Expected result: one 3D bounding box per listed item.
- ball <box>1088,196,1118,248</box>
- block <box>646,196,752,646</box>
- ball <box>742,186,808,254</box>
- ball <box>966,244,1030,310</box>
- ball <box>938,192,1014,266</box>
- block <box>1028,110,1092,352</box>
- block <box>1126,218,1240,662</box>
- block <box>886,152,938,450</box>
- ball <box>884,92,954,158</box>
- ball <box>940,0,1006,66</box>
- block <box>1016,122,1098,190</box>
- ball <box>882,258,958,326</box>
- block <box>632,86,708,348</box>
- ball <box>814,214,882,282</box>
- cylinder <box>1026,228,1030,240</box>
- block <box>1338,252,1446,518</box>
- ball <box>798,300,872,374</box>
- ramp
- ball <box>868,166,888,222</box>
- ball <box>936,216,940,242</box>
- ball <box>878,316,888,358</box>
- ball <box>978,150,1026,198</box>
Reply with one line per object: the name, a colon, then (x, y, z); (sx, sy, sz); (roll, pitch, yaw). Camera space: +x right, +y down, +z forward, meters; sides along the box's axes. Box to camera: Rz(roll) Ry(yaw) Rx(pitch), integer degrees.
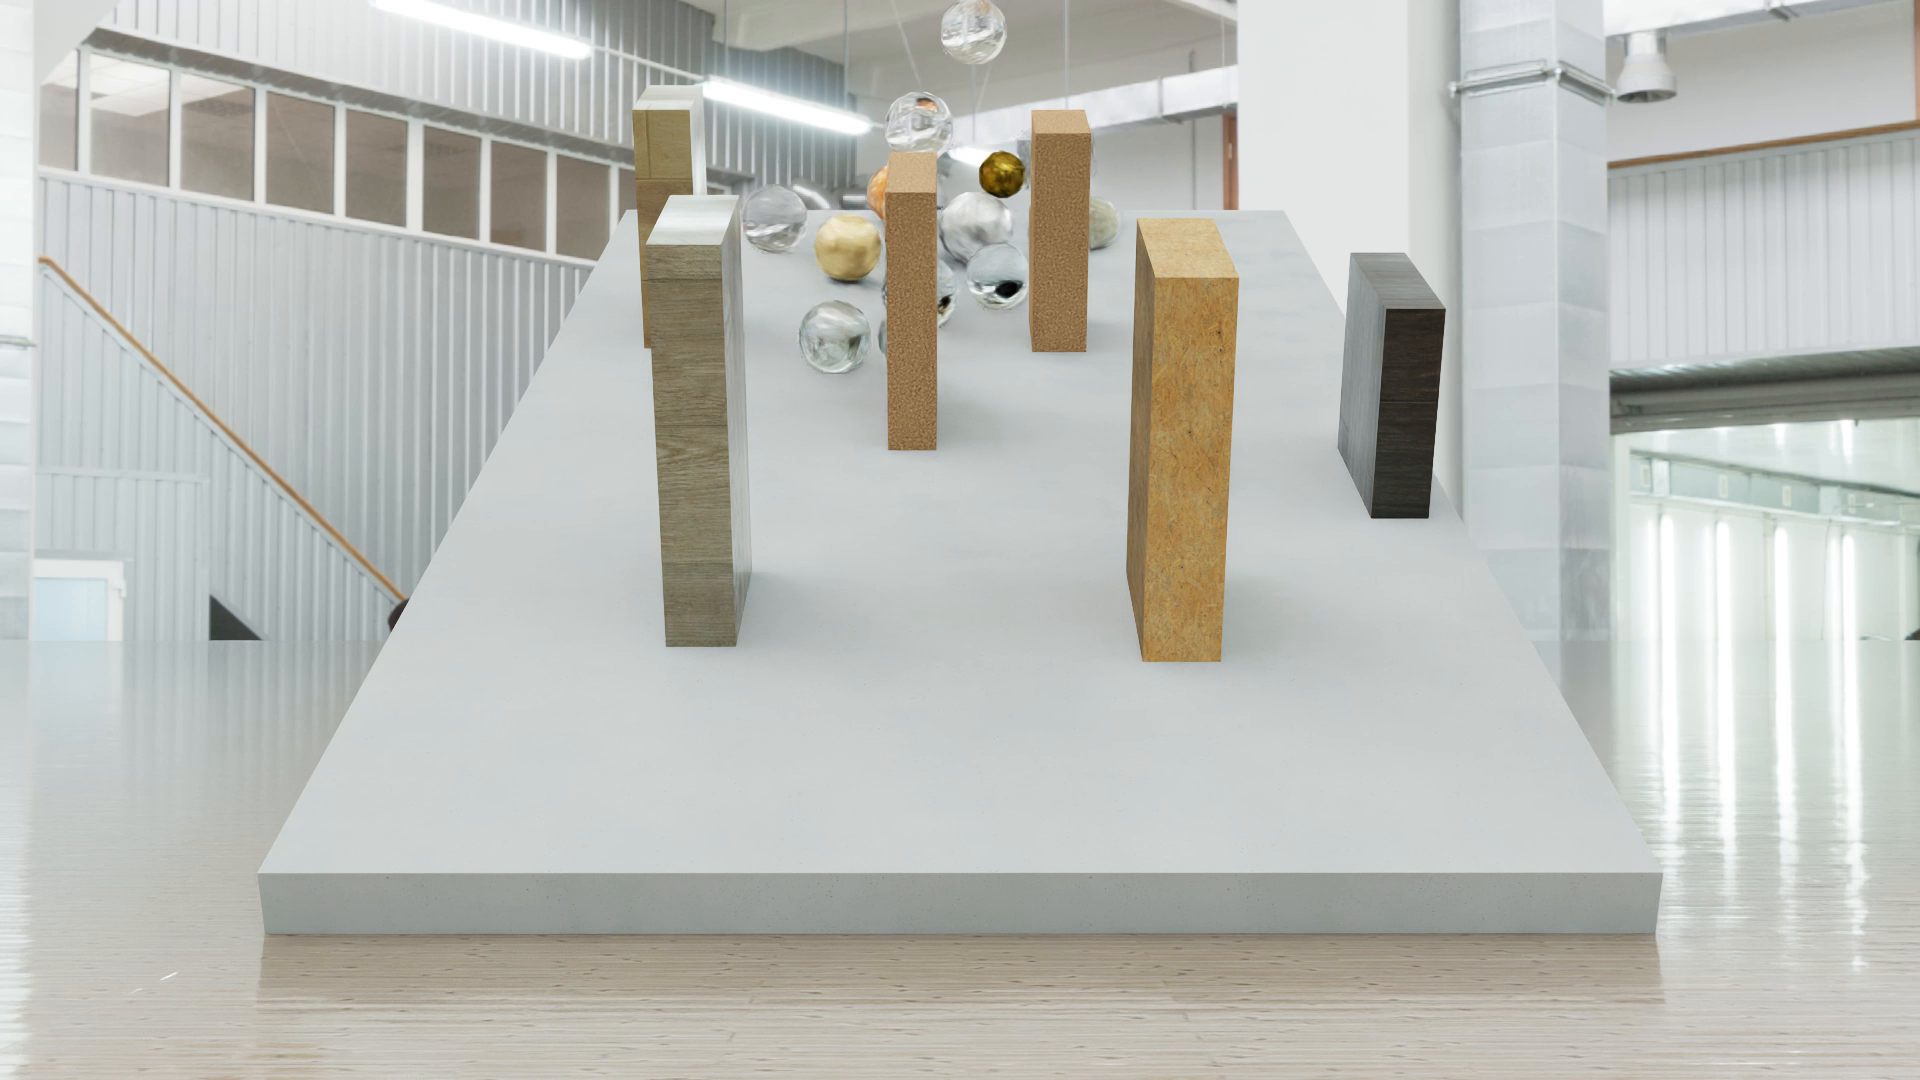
ball: (0.376, -0.904, 6.523); (0.149, 0.149, 0.149); (0, -2, 0)
block: (-0.450, -0.211, 4.011); (0.122, 0.715, 0.349); (0, 22, 0)
ball: (-0.522, -0.903, 6.464); (0.187, 0.187, 0.187); (0, -2, 0)
ball: (0.100, -0.682, 5.934); (0.171, 0.171, 0.171); (0, -2, 0)
ball: (0.045, -0.860, 6.334); (0.206, 0.206, 0.206); (0, -2, 0)
block: (0.243, -0.763, 5.642); (0.132, 0.538, 0.289); (0, 22, 0)
block: (0.380, -0.180, 3.988); (0.134, 0.678, 0.400); (0, 22, 0)
block: (-0.103, -0.528, 5.014); (0.104, 0.563, 0.393); (0, 22, 0)
ball: (-0.113, -1.143, 6.348); (0.194, 0.194, 0.194); (0, -2, 0)
ball: (0.037, -1.376, 6.194); (0.181, 0.181, 0.181); (0, -2, 0)
block: (0.285, -1.129, 6.738); (0.162, 0.162, 0.162); (13, 40, 31)
ball: (-0.101, -0.623, 5.755); (0.193, 0.193, 0.193); (0, -2, 0)
block: (-0.708, -0.800, 5.664); (0.136, 0.587, 0.308); (0, 22, 0)
ball: (-0.304, -0.790, 6.189); (0.182, 0.182, 0.182); (0, -2, 0)
cylinder: (0.251, -0.799, 6.196); (0.118, 0.118, 0.118); (-15, 6, 2)
block: (0.875, -0.322, 4.679); (0.115, 0.433, 0.427); (0, 22, 0)
ball: (-0.296, -0.480, 5.423); (0.172, 0.172, 0.172); (0, -2, 0)
ramp: (-0.006, -0.219, 5.136); (2.000, 0.100, 4.000); (0, 22, 0)
ball: (-0.187, -1.025, 6.788); (0.177, 0.177, 0.177); (0, -2, 0)
ball: (-0.132, -0.873, 6.438); (0.153, 0.153, 0.153); (0, -2, 0)
ball: (-0.121, -0.472, 5.322); (0.140, 0.140, 0.140); (0, -2, 0)
ball: (0.116, -1.013, 6.354); (0.131, 0.131, 0.131); (0, -2, 0)
